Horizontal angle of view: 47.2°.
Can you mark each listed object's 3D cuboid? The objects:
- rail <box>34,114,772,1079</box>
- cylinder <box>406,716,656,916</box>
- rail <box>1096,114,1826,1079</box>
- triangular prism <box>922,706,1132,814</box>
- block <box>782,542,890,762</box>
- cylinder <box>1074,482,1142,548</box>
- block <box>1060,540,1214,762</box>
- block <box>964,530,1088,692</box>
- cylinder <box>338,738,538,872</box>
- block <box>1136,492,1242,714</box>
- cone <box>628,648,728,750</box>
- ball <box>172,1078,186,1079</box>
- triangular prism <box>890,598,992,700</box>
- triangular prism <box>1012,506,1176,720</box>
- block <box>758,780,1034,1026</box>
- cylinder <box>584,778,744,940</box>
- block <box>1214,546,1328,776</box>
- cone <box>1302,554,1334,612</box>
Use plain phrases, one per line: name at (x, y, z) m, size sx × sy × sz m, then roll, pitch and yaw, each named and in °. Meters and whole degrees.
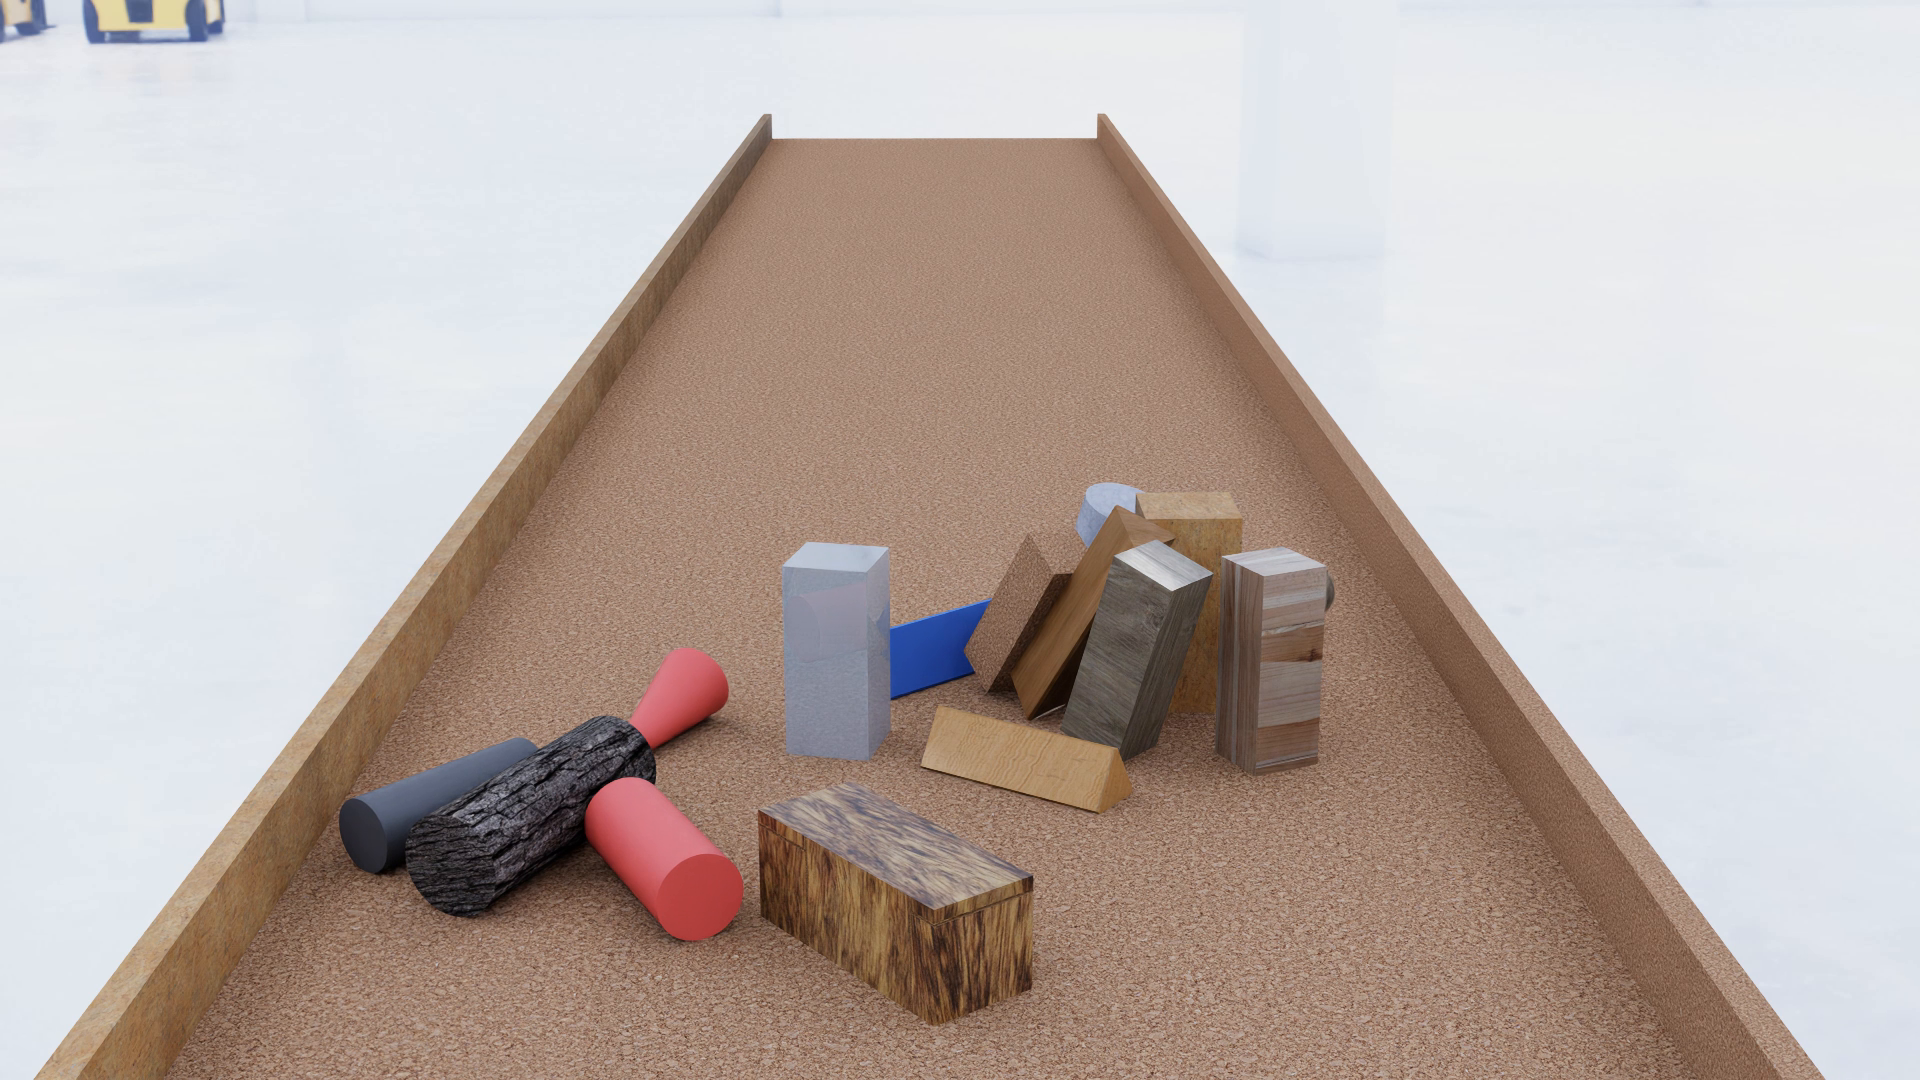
rail at (-1.118, -0.838, 7.780) m, size 0.050 × 0.150 × 12.000 m, roll 0°, pitch 17°, yaw -1°
cylinder at (-0.672, 0.430, 3.490) m, size 0.166 × 0.166 × 0.447 m, roll 7°, pitch 18°, yaw 23°
rail at (0.932, -0.844, 7.801) m, size 0.050 × 0.150 × 12.000 m, roll 0°, pitch 17°, yaw -1°
triangular prism at (0.113, 0.368, 3.806) m, size 0.362 × 0.098 × 0.114 m, roll 11°, pitch 20°, yaw 32°
block at (-0.219, 0.198, 3.943) m, size 0.153 × 0.352 × 0.153 m, roll 4°, pitch 17°, yaw 13°
cylinder at (0.284, 0.069, 4.357) m, size 0.164 × 0.328 × 0.164 m, roll 12°, pitch 29°, yaw -7°
block at (0.309, 0.199, 3.877) m, size 0.128 × 0.366 × 0.128 m, roll 32°, pitch 32°, yaw 30°
block at (0.134, 0.136, 4.162) m, size 0.109 × 0.328 × 0.109 m, roll -3°, pitch 47°, yaw -34°
cylinder at (-0.833, 0.427, 3.576) m, size 0.123 × 0.123 × 0.333 m, roll 13°, pitch 21°, yaw 37°
block at (0.426, 0.117, 4.163) m, size 0.178 × 0.380 × 0.178 m, roll 0°, pitch 17°, yaw -1°
cone at (-0.565, 0.345, 3.945) m, size 0.142 × 0.142 × 0.373 m, roll 7°, pitch 29°, yaw 22°
ball at (-0.813, 0.717, 2.252) m, size 0.321 × 0.321 × 0.321 m, roll 0°, pitch 17°, yaw 0°
triangular prism at (-0.043, 0.201, 4.342) m, size 0.386 × 0.114 × 0.131 m, roll -15°, pitch 22°, yaw -41°
triangular prism at (0.222, 0.130, 4.032) m, size 0.105 × 0.441 × 0.121 m, roll 45°, pitch 37°, yaw 21°
block at (-0.099, 0.516, 3.184) m, size 0.175 × 0.175 × 0.429 m, roll -13°, pitch 21°, yaw -36°
cylinder at (-0.457, 0.483, 3.362) m, size 0.137 × 0.137 × 0.325 m, roll -9°, pitch 19°, yaw -27°
block at (0.545, 0.212, 3.869) m, size 0.131 × 0.367 × 0.131 m, roll -8°, pitch 18°, yaw -26°
cone at (0.639, 0.175, 4.505) m, size 0.157 × 0.157 × 0.332 m, roll 8°, pitch 32°, yaw 26°
